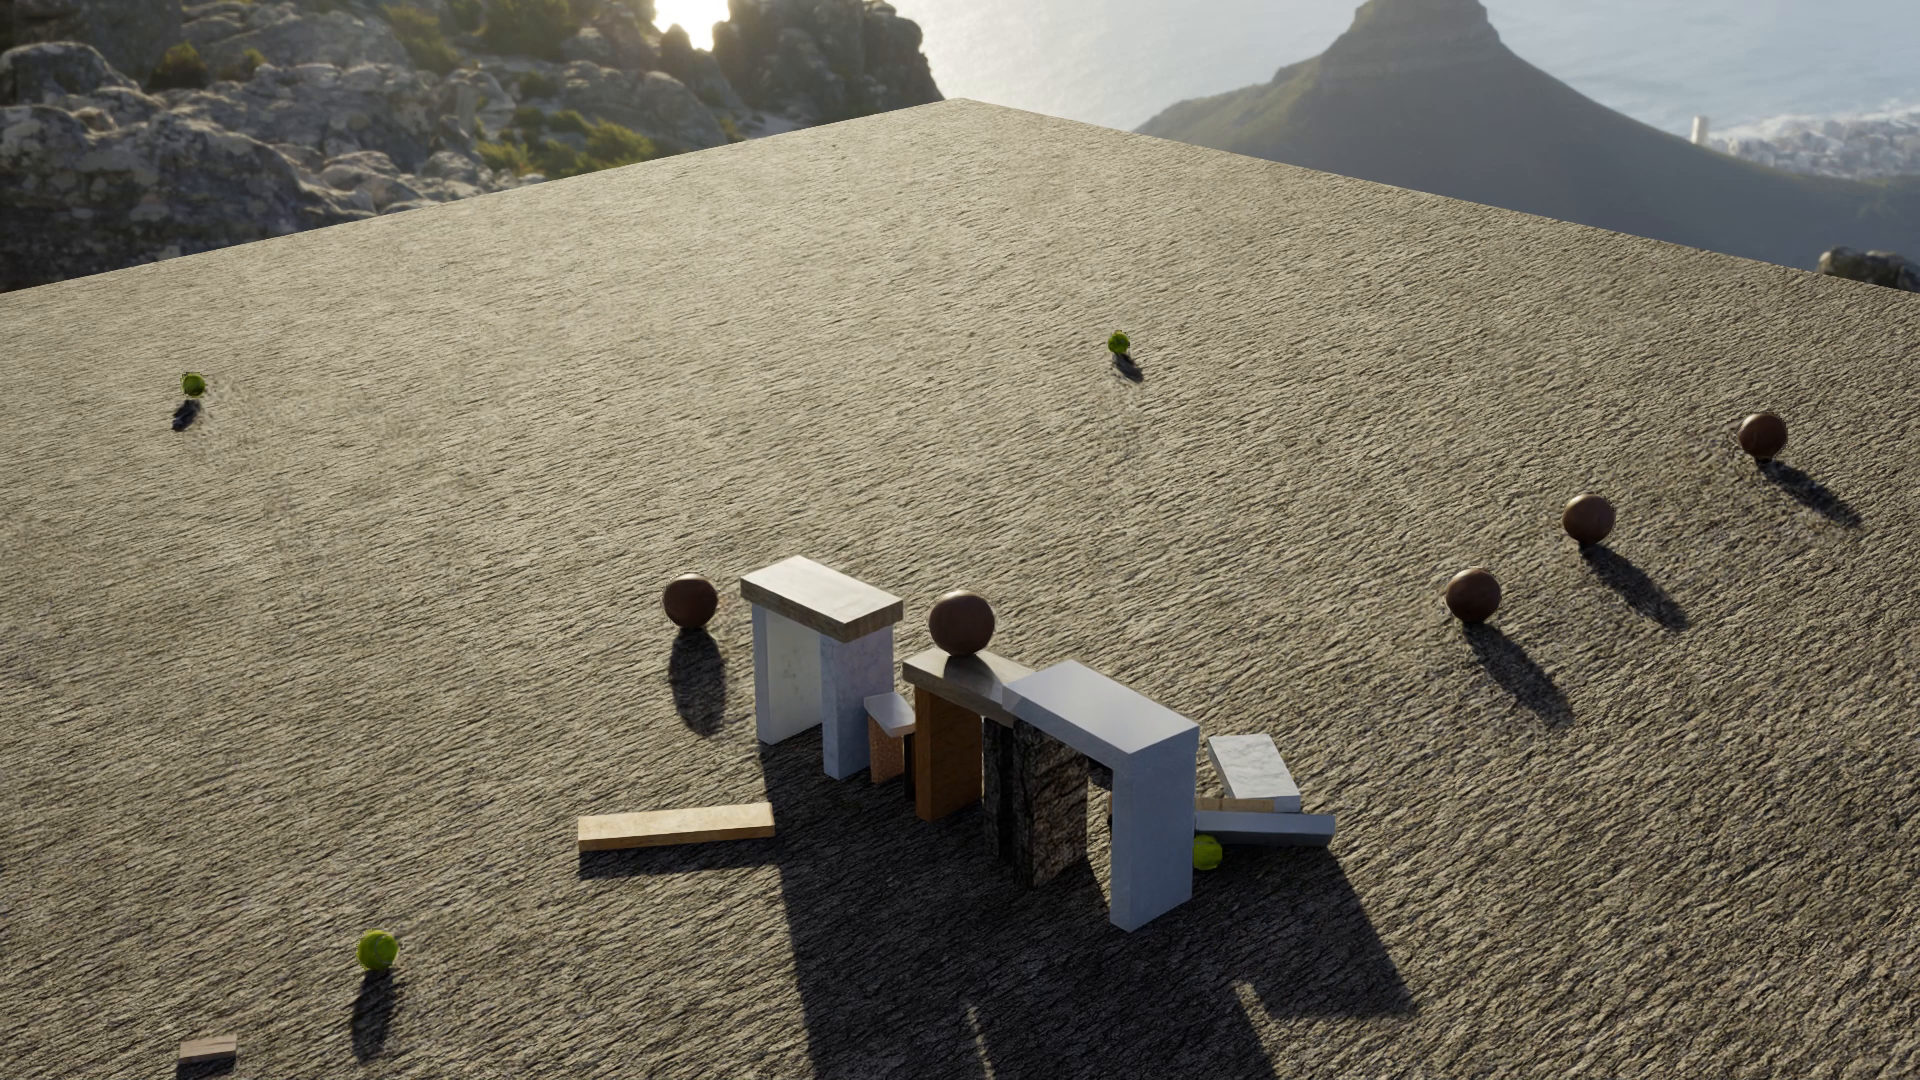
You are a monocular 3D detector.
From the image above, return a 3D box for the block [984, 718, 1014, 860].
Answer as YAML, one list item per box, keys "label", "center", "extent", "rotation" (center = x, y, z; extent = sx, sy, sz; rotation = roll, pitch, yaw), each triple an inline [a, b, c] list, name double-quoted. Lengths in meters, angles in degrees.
- label: "block"
  center: [0.111, 0.461, 4.294]
  extent: [0.042, 0.297, 0.149]
  rotation: [18, 29, 38]

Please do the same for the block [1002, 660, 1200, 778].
- label: "block"
  center: [0.255, 0.325, 4.045]
  extent: [0.173, 0.049, 0.346]
  rotation: [-18, 29, -35]

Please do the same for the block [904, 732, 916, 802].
- label: "block"
  center: [-0.081, 0.454, 4.502]
  extent: [0.074, 0.148, 0.021]
  rotation: [-21, 31, -41]

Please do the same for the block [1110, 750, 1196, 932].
- label: "block"
  center: [0.357, 0.534, 4.058]
  extent: [0.173, 0.347, 0.049]
  rotation: [-20, 30, -39]

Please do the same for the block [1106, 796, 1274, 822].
- label: "block"
  center: [0.454, 0.536, 4.357]
  extent: [0.322, 0.038, 0.133]
  rotation: [1, -13, 2]

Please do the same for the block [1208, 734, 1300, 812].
- label: "block"
  center: [0.608, 0.485, 4.570]
  extent: [0.133, 0.038, 0.266]
  rotation: [-3, 23, -6]

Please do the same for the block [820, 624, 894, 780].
- label: "block"
  center: [-0.212, 0.322, 4.586]
  extent: [0.162, 0.325, 0.046]
  rotation: [-21, 30, -41]

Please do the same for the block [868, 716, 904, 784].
- label: "block"
  center: [-0.153, 0.425, 4.568]
  extent: [0.074, 0.148, 0.021]
  rotation: [-21, 28, -41]

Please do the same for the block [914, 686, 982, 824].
- label: "block"
  center: [-0.022, 0.407, 4.422]
  extent: [0.042, 0.297, 0.149]
  rotation: [21, 31, 40]

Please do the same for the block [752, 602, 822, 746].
- label: "block"
  center: [-0.365, 0.262, 4.726]
  extent: [0.162, 0.325, 0.046]
  rotation: [-21, 31, -41]

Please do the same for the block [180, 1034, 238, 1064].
- label: "block"
  center: [-1.270, 0.861, 3.716]
  extent: [0.091, 0.013, 0.045]
  rotation: [-6, 24, -13]

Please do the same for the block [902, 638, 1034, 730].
- label: "block"
  center: [0.046, 0.277, 4.292]
  extent: [0.297, 0.042, 0.149]
  rotation: [21, 31, 40]

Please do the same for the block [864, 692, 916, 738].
- label: "block"
  center: [-0.137, 0.357, 4.513]
  extent: [0.074, 0.021, 0.148]
  rotation: [-10, 25, -22]

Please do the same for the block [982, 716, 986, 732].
- label: "block"
  center: [0.101, 0.401, 4.783]
  extent: [0.183, 0.026, 0.091]
  rotation: [20, 30, 39]

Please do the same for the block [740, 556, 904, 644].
- label: "block"
  center: [-0.290, 0.121, 4.583]
  extent: [0.325, 0.046, 0.162]
  rotation: [21, 31, 40]

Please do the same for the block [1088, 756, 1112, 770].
- label: "block"
  center: [0.353, 0.438, 4.695]
  extent: [0.091, 0.026, 0.183]
  rotation: [18, 29, 36]

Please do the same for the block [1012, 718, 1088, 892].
- label: "block"
  center: [0.173, 0.477, 4.193]
  extent: [0.049, 0.346, 0.173]
  rotation: [17, 28, 35]

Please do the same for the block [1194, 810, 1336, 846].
- label: "block"
  center: [0.588, 0.563, 4.283]
  extent: [0.265, 0.038, 0.133]
  rotation: [2, -18, 2]

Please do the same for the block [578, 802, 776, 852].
- label: "block"
  center: [-0.564, 0.571, 4.381]
  extent: [0.385, 0.026, 0.091]
  rotation: [-3, 23, -8]
